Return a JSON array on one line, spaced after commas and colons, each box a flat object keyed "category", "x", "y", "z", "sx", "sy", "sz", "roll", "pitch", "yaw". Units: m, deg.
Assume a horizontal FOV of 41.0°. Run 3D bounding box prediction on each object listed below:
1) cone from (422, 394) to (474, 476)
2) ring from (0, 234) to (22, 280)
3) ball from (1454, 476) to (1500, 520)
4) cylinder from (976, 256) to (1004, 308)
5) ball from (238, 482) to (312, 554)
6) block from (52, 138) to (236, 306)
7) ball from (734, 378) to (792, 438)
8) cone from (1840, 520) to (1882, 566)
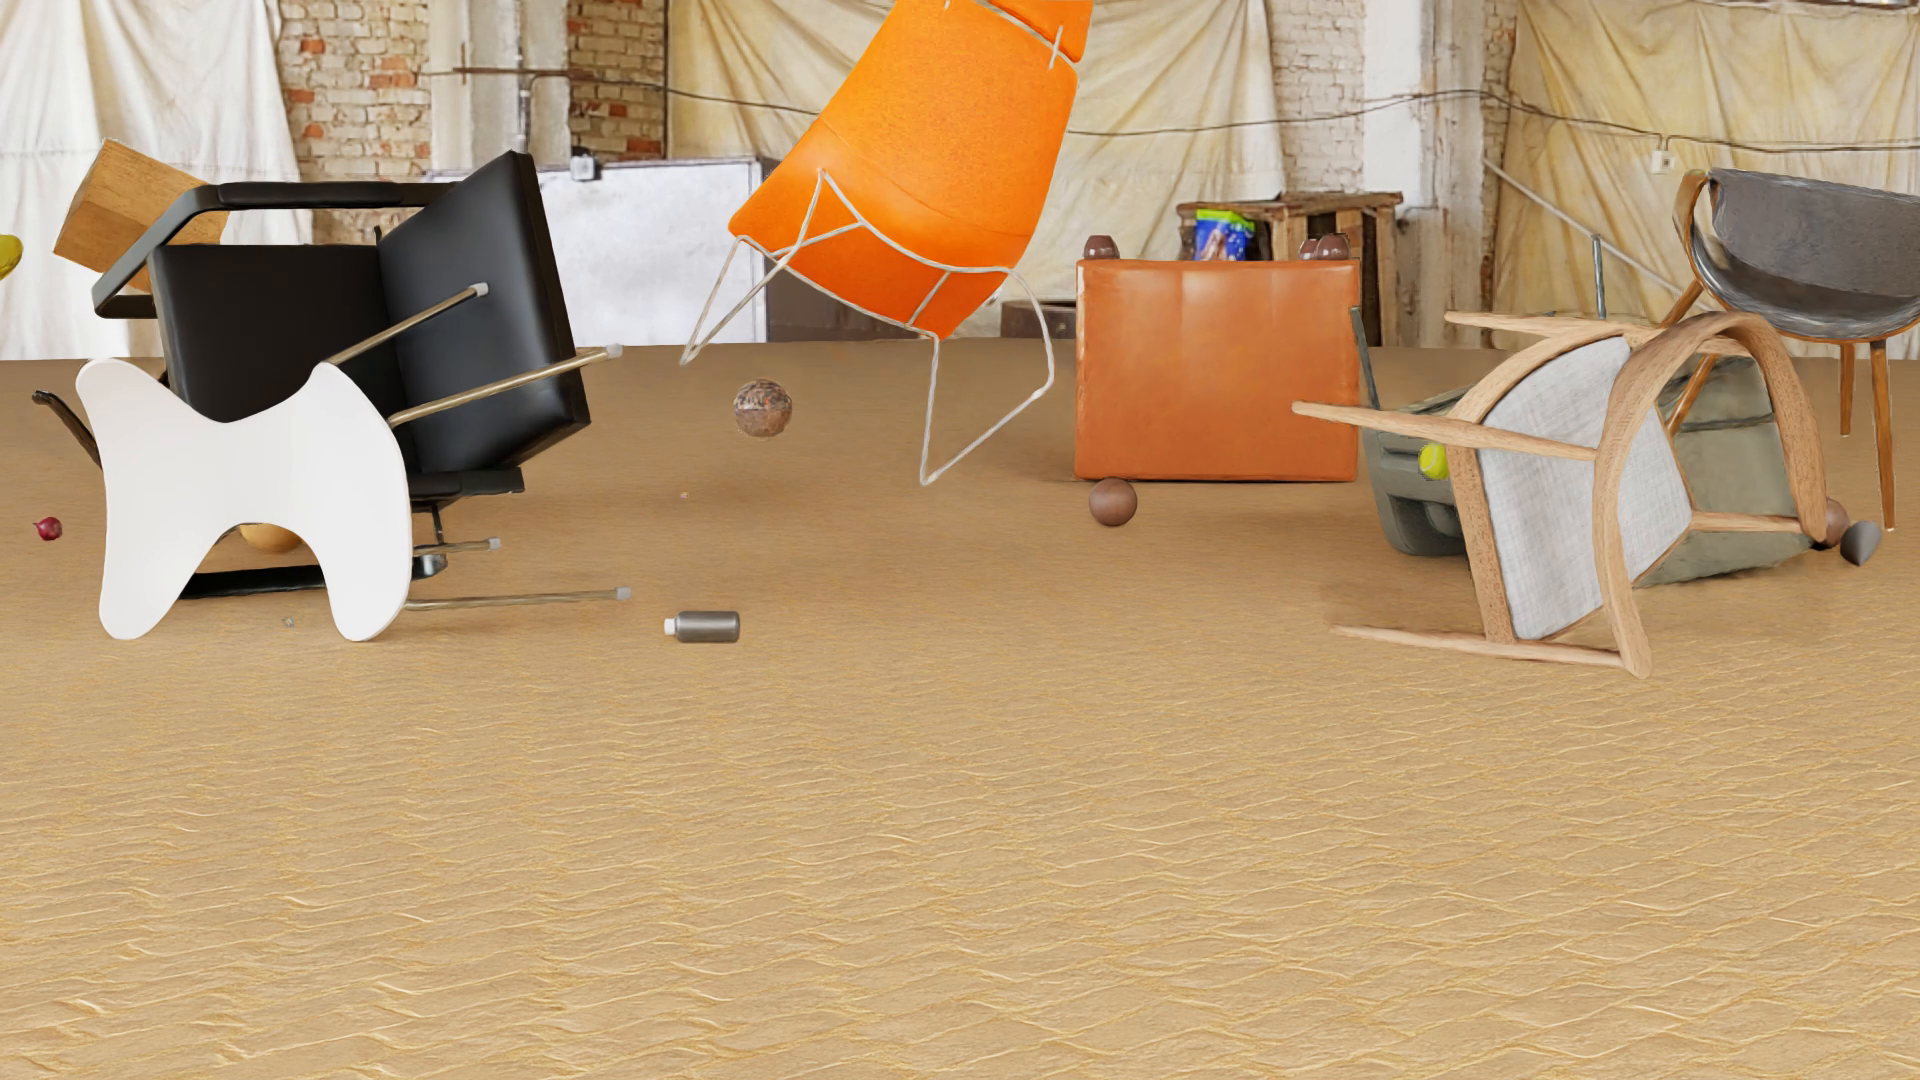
[{"category": "cone", "x": -1.354, "y": -0.260, "z": 6.641, "sx": 0.133, "sy": 0.215, "sz": 0.171, "roll": 11, "pitch": -13, "yaw": -29}, {"category": "ring", "x": -2.342, "y": -0.647, "z": 6.105, "sx": 0.261, "sy": 0.062, "sz": 0.216, "roll": -17, "pitch": 38, "yaw": 19}, {"category": "ball", "x": 1.396, "y": -0.113, "z": 6.929, "sx": 0.119, "sy": 0.119, "sz": 0.119, "roll": 0, "pitch": 6, "yaw": 0}, {"category": "cylinder", "x": 0.102, "y": -0.879, "z": 8.744, "sx": 0.084, "sy": 0.153, "sz": 0.090, "roll": 6, "pitch": -12, "yaw": -7}, {"category": "ball", "x": -1.624, "y": -0.053, "z": 6.085, "sx": 0.172, "sy": 0.172, "sz": 0.172, "roll": 0, "pitch": 6, "yaw": 0}, {"category": "block", "x": -1.780, "y": -0.689, "z": 5.596, "sx": 0.289, "sy": 0.162, "sz": 0.261, "roll": 24, "pitch": -32, "yaw": -24}, {"category": "ball", "x": -0.520, "y": -0.347, "z": 6.778, "sx": 0.157, "sy": 0.157, "sz": 0.157, "roll": 0, "pitch": 6, "yaw": 0}, {"category": "cone", "x": 2.053, "y": 0.032, "z": 5.848, "sx": 0.085, "sy": 0.135, "sz": 0.086, "roll": 14, "pitch": 46, "yaw": 6}]
